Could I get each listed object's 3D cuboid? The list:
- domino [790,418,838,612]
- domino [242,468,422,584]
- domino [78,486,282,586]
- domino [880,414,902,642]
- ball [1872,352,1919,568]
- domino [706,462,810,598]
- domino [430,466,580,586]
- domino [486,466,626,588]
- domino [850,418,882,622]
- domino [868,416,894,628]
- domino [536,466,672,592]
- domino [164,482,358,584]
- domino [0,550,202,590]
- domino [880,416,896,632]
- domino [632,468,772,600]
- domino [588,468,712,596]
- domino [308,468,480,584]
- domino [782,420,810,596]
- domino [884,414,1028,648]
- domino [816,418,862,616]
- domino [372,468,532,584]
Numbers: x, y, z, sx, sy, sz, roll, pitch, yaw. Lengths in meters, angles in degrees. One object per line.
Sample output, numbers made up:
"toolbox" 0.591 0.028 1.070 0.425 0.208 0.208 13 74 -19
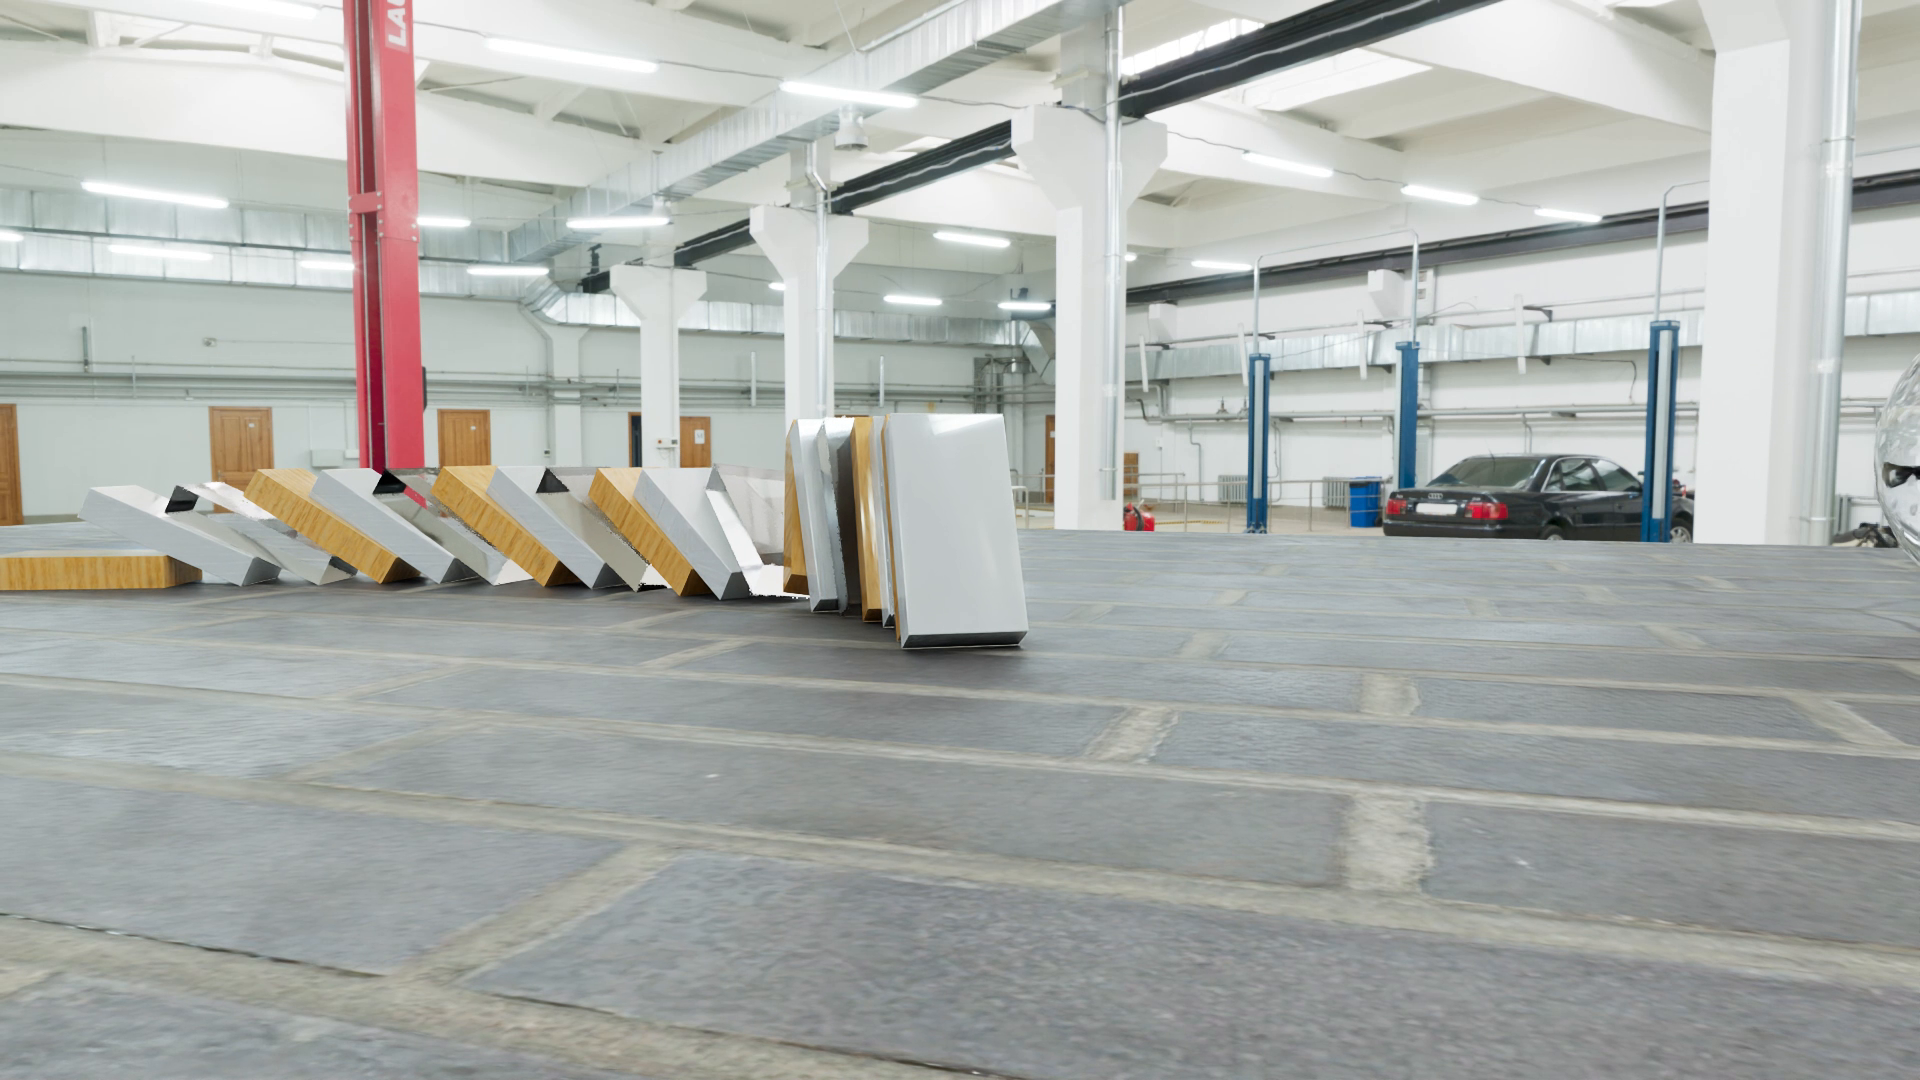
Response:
"domino" -0.028 -0.007 0.333 0.025 0.050 0.010 -2 -22 -21
"domino" -0.194 -0.005 0.402 0.050 0.010 0.025 32 5 0
"domino" -0.237 -0.002 0.393 0.050 0.010 0.025 24 2 -6
"domino" -0.003 -0.003 0.284 0.025 0.050 0.010 -1 -22 -12
"ball" 0.249 -0.019 0.281 0.080 0.080 0.080 0 4 0
"domino" -0.052 -0.003 0.362 0.025 0.010 0.050 5 33 -32
"domino" -0.137 -0.005 0.399 0.050 0.010 0.025 36 15 14
"domino" -0.119 -0.005 0.394 0.050 0.010 0.025 38 19 20
"domino" -0.012 -0.006 0.315 0.025 0.050 0.010 -1 -22 -12
"domino" -0.007 -0.005 0.305 0.025 0.050 0.010 -1 -22 -12
"domino" -0.102 -0.004 0.387 0.050 0.010 0.025 39 22 23
"domino" -0.214 -0.002 0.398 0.050 0.010 0.025 26 3 -3
"domino" -0.262 0.009 0.388 0.050 0.010 0.025 -1 4 -8
"domino" -0.004 -0.004 0.295 0.025 0.050 0.009 -1 -22 -12
"domino" -0.070 -0.003 0.368 0.025 0.010 0.050 -4 39 -47
"domino" -0.085 -0.003 0.379 0.050 0.010 0.025 42 27 29
"domino" -0.175 -0.005 0.403 0.050 0.009 0.025 33 8 5
"domino" -0.034 -0.008 0.348 0.025 0.050 0.010 8 -35 -18
"domino" -0.001 -0.003 0.274 0.025 0.050 0.010 -1 -22 -12
"domino" -0.020 -0.006 0.325 0.025 0.050 0.009 -2 -22 -20
"domino" -0.155 -0.005 0.402 0.050 0.010 0.025 34 12 10
